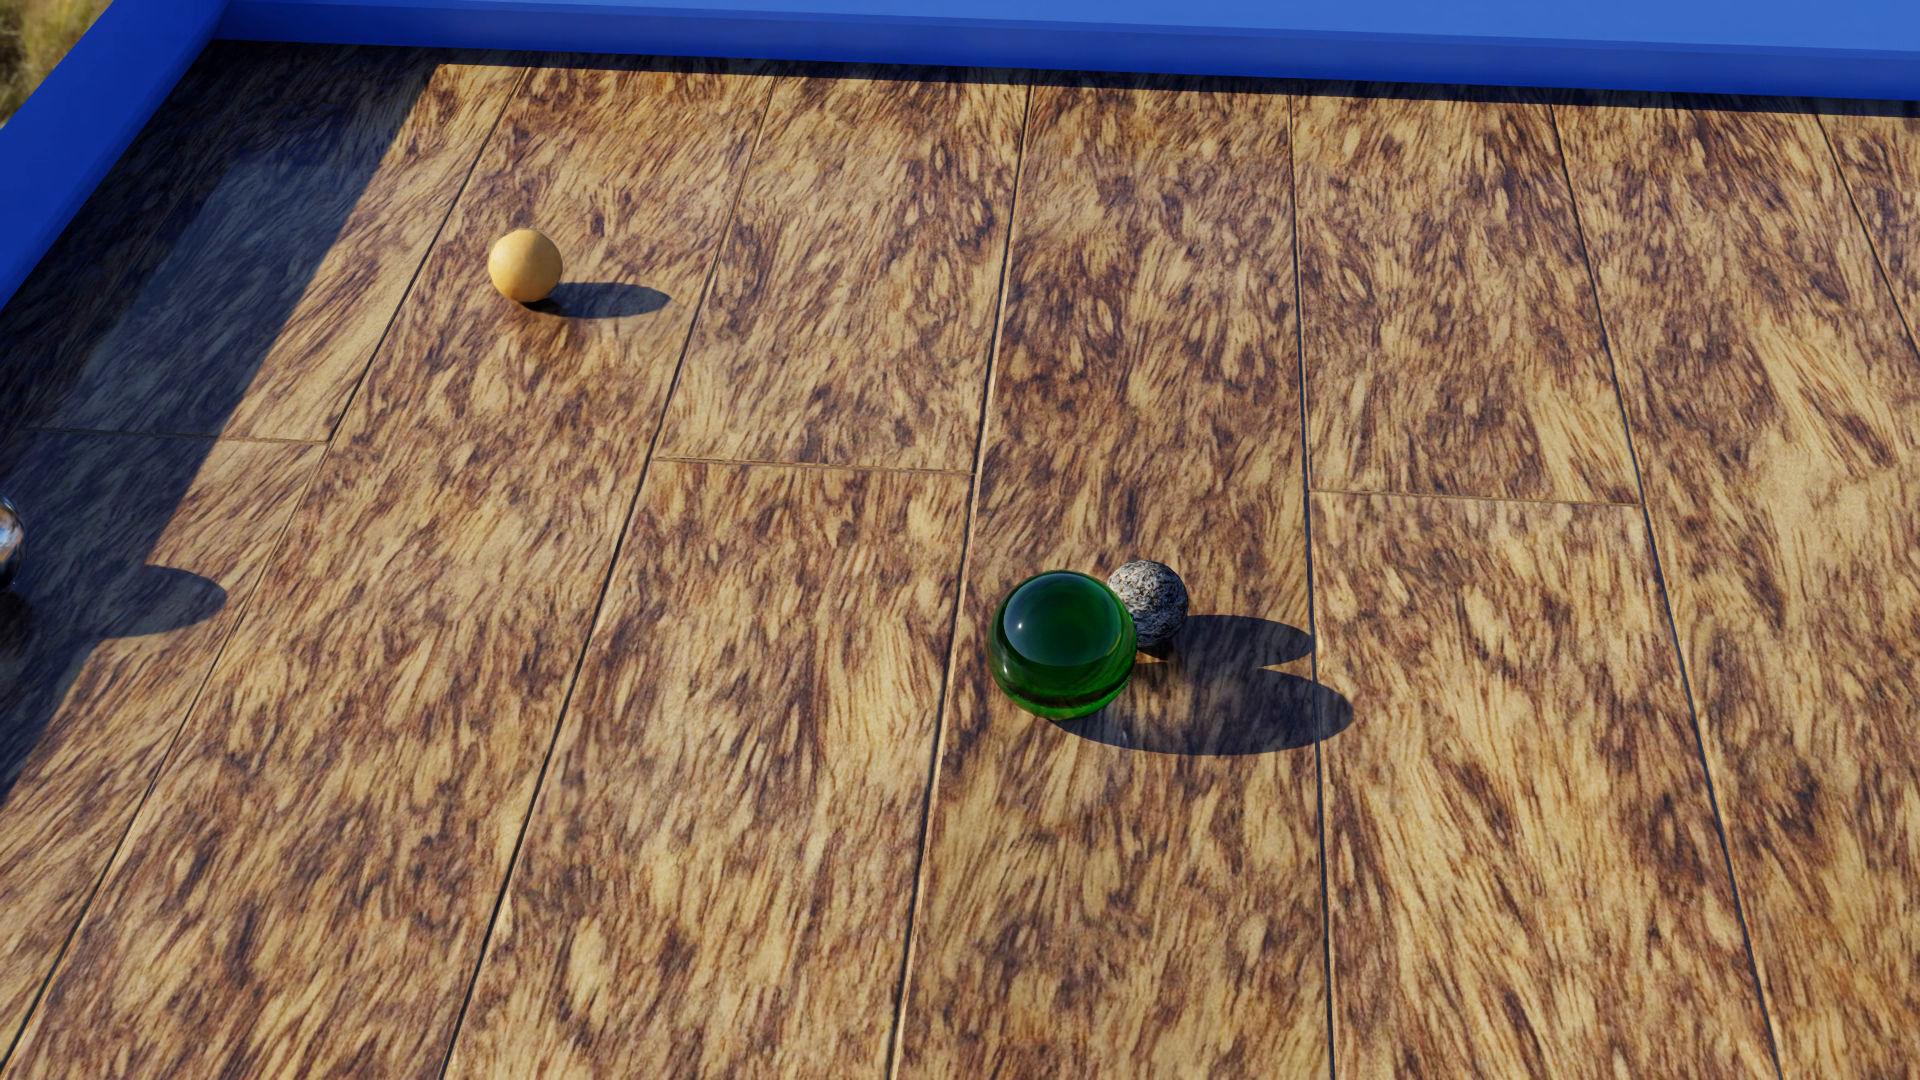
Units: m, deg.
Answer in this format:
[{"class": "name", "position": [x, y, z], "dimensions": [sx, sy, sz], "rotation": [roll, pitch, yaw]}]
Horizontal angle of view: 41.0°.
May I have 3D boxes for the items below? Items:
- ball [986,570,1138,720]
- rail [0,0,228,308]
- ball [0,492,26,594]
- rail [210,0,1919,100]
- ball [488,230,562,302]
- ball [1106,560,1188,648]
[{"class": "ball", "position": [0.067, 0.069, 1.688], "dimensions": [0.099, 0.099, 0.099], "rotation": [0, 35, 0]}, {"class": "rail", "position": [-0.807, -0.064, 1.850], "dimensions": [0.045, 0.129, 1.726], "rotation": [3, 35, 4]}, {"class": "ball", "position": [-0.701, 0.002, 1.789], "dimensions": [0.093, 0.093, 0.093], "rotation": [0, 35, 0]}, {"class": "rail", "position": [0.902, -0.466, 2.419], "dimensions": [3.334, 0.129, 0.045], "rotation": [3, 35, 4]}, {"class": "ball", "position": [-0.363, -0.229, 2.144], "dimensions": [0.061, 0.061, 0.061], "rotation": [0, 35, 0]}, {"class": "ball", "position": [0.126, 0.044, 1.758], "dimensions": [0.061, 0.061, 0.061], "rotation": [0, 35, 0]}]
